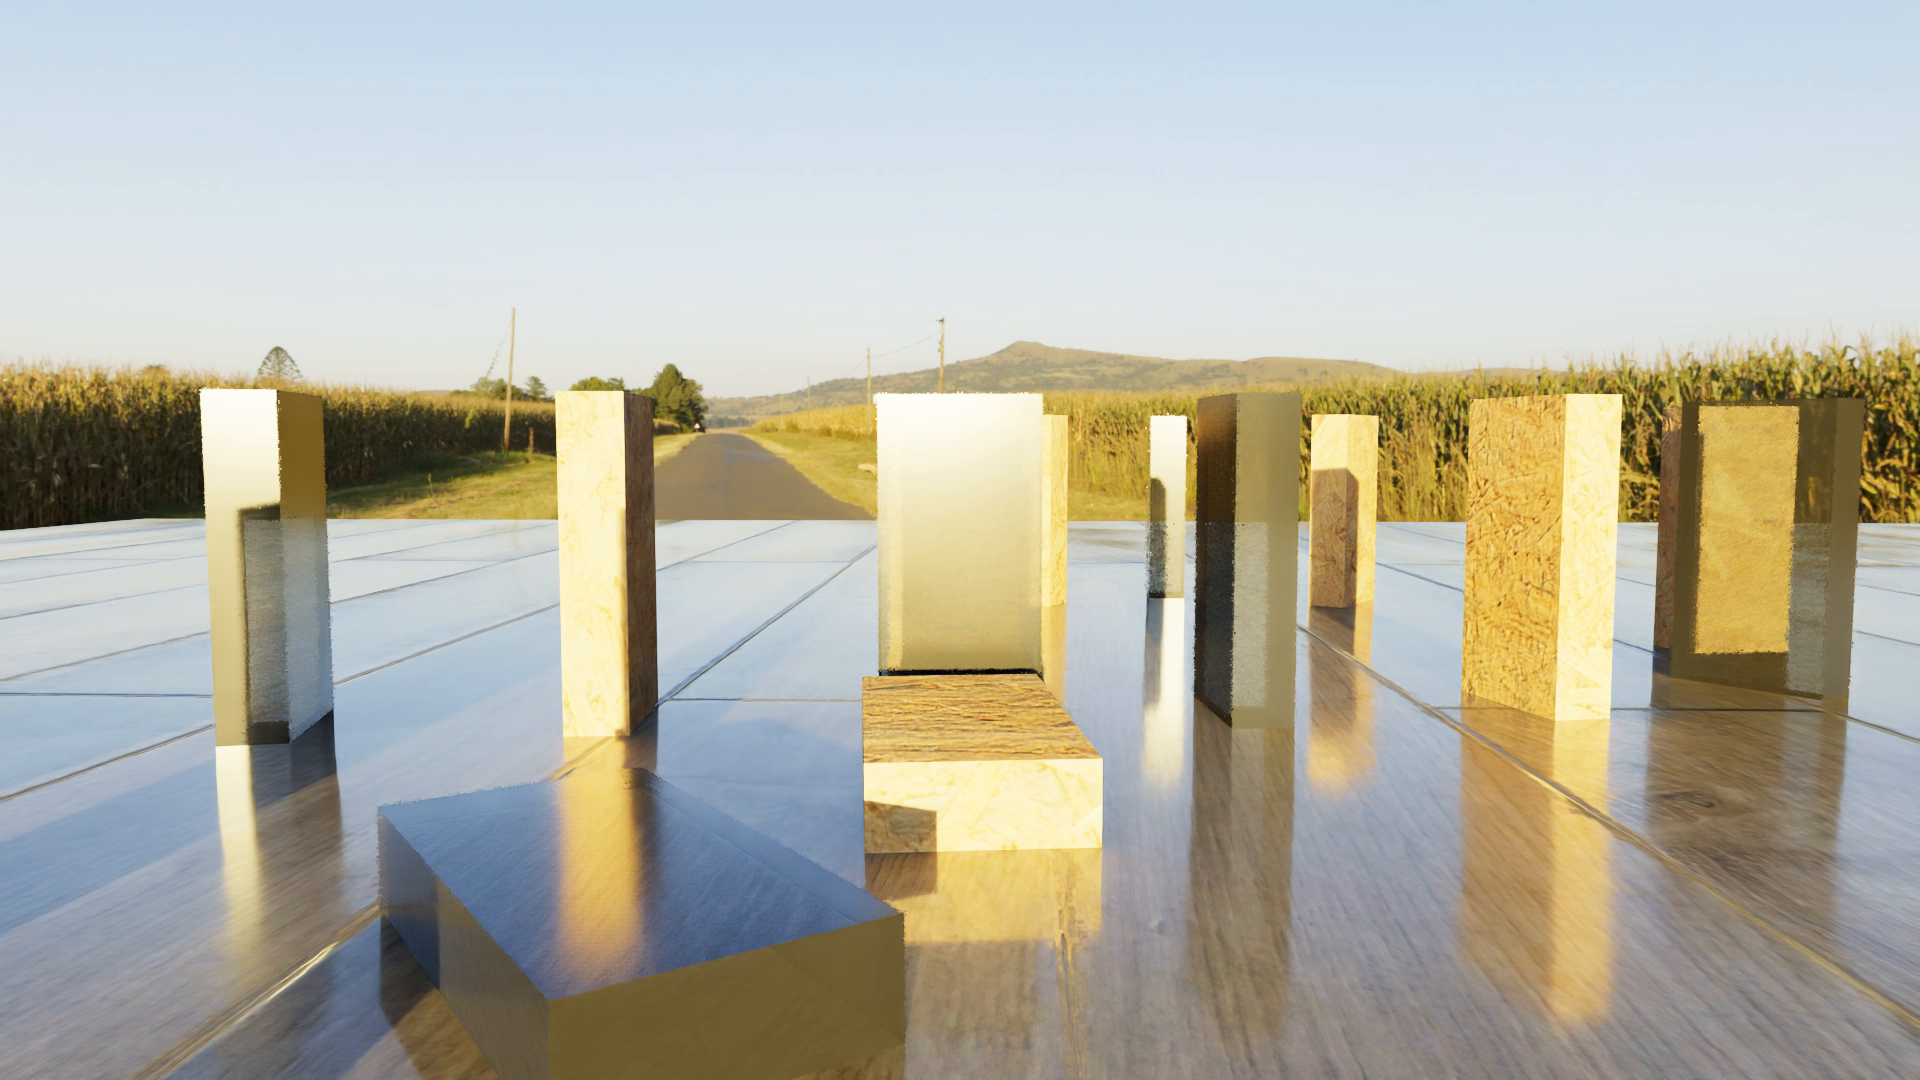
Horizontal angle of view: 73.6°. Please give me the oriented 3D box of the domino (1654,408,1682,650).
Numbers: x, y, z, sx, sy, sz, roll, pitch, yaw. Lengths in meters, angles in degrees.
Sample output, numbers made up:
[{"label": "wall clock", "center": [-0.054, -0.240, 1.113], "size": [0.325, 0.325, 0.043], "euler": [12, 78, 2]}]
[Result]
[{"label": "domino", "center": [0.160, -0.002, 0.267], "size": [0.025, 0.050, 0.009], "euler": [0, 4, -6]}]

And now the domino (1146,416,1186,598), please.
[{"label": "domino", "center": [0.058, -0.010, 0.364], "size": [0.010, 0.050, 0.025], "euler": [1, 4, 7]}]

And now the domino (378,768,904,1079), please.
[{"label": "domino", "center": [-0.029, 0.030, 0.104], "size": [0.025, 0.010, 0.050], "euler": [-3, 5, -35]}]

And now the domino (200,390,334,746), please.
[{"label": "domino", "center": [-0.103, 0.003, 0.192], "size": [0.010, 0.050, 0.025], "euler": [-1, 4, -13]}]

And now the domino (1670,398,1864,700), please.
[{"label": "domino", "center": [0.140, 0.001, 0.224], "size": [0.010, 0.050, 0.025], "euler": [-3, 5, -32]}]

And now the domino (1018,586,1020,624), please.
[{"label": "domino", "center": [0.001, -0.005, 0.299], "size": [0.025, 0.050, 0.009], "euler": [1, 4, 9]}]

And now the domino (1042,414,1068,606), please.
[{"label": "domino", "center": [0.016, -0.008, 0.346], "size": [0.025, 0.050, 0.010], "euler": [3, 5, 31]}]

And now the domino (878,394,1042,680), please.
[{"label": "domino", "center": [0.000, 0.002, 0.201], "size": [0.025, 0.050, 0.009], "euler": [0, 4, 0]}]

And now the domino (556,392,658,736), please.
[{"label": "domino", "center": [-0.054, 0.003, 0.198], "size": [0.009, 0.050, 0.025], "euler": [0, 4, -4]}]

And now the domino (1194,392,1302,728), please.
[{"label": "domino", "center": [0.045, 0.002, 0.203], "size": [0.010, 0.050, 0.025], "euler": [0, 4, -3]}]

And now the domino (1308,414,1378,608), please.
[{"label": "domino", "center": [0.103, -0.008, 0.344], "size": [0.010, 0.050, 0.025], "euler": [3, 5, 35]}]

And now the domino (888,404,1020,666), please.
[{"label": "domino", "center": [-0.001, -0.001, 0.250], "size": [0.025, 0.050, 0.009], "euler": [0, 4, -1]}]

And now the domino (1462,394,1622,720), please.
[{"label": "domino", "center": [0.094, 0.002, 0.209], "size": [0.009, 0.050, 0.025], "euler": [-1, 4, -11]}]

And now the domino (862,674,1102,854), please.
[{"label": "domino", "center": [0.001, 0.026, 0.159], "size": [0.025, 0.010, 0.050], "euler": [0, 4, -5]}]
